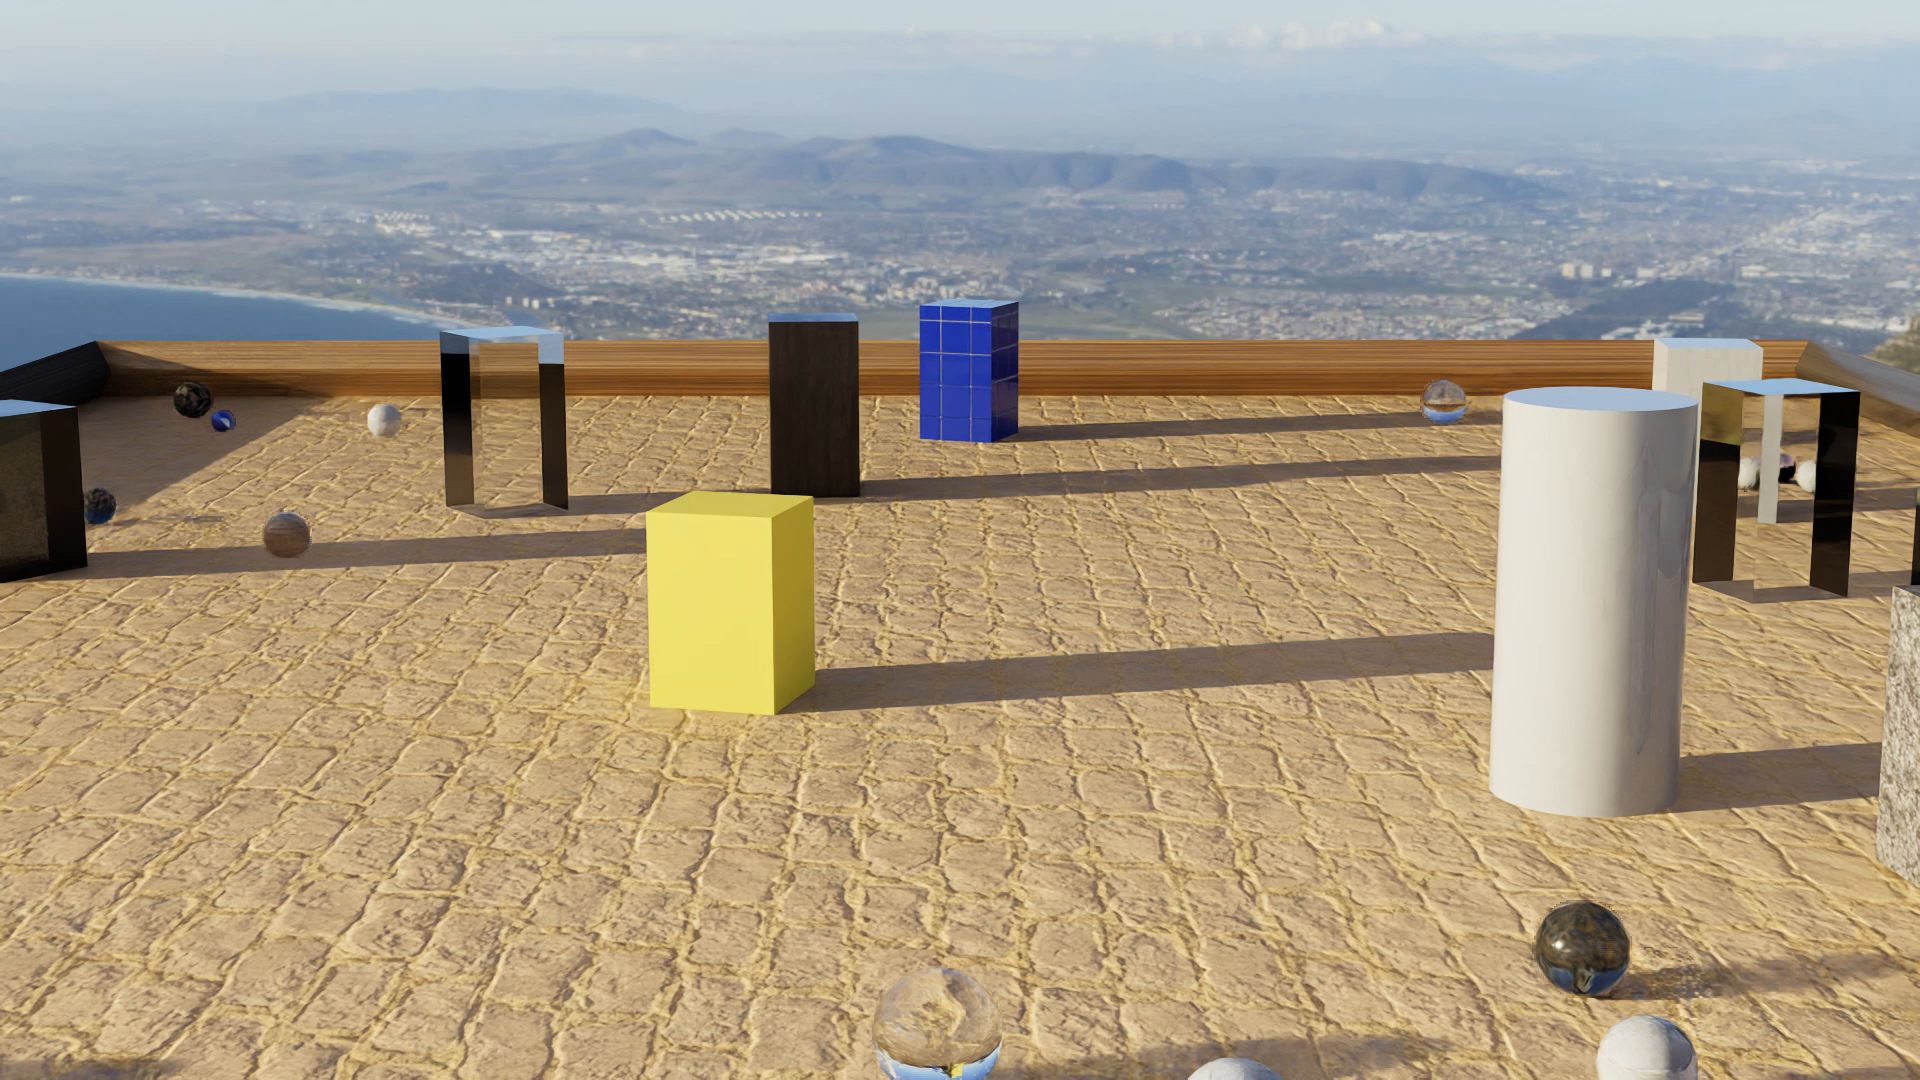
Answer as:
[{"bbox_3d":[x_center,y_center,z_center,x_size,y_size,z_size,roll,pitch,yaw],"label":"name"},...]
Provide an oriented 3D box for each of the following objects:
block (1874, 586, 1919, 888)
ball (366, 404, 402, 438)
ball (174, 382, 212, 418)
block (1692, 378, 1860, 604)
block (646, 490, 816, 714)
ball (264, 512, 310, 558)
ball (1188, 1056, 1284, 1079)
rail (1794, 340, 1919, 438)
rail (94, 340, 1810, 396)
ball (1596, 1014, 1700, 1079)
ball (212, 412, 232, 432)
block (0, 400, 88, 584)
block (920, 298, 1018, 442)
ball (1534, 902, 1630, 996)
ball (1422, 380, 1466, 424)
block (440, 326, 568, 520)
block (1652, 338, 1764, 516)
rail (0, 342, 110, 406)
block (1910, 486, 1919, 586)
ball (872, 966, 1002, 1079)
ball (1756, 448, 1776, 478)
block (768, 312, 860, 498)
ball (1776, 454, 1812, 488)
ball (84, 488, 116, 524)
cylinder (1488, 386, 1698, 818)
[{"bbox_3d":[0.928,0.180,2.286,0.149,0.258,0.149,-1,11,-6],"label":"block"},{"bbox_3d":[-1.123,-0.232,5.008,0.067,0.067,0.067,0,11,0],"label":"ball"},{"bbox_3d":[-1.583,-0.290,5.294,0.076,0.076,0.076,0,11,0],"label":"ball"},{"bbox_3d":[1.127,-0.071,3.550,0.149,0.286,0.149,-3,11,-16],"label":"block"},{"bbox_3d":[-0.262,0.070,2.963,0.149,0.226,0.149,3,11,15],"label":"block"},{"bbox_3d":[-0.998,-0.007,3.802,0.068,0.068,0.068,0,11,0],"label":"ball"},{"bbox_3d":[0.181,0.381,1.682,0.083,0.083,0.083,0,11,0],"label":"ball"},{"bbox_3d":[1.859,0.029,3.460,0.045,0.121,4.462,0,11,0],"label":"rail"},{"bbox_3d":[-0.013,-0.374,5.619,3.766,0.121,0.045,0,11,0],"label":"rail"},{"bbox_3d":[0.481,0.367,1.795,0.070,0.070,0.070,0,11,0],"label":"ball"},{"bbox_3d":[-1.466,-0.235,5.096,0.041,0.041,0.041,0,11,0],"label":"ball"},{"bbox_3d":[-1.376,-0.073,3.700,0.149,0.235,0.149,7,13,32],"label":"block"},{"bbox_3d":[0.019,-0.333,5.024,0.149,0.261,0.149,4,11,21],"label":"block"},{"bbox_3d":[0.491,0.322,2.024,0.074,0.074,0.074,0,11,0],"label":"ball"},{"bbox_3d":[0.980,-0.278,5.196,0.089,0.089,0.089,0,11,0],"label":"ball"},{"bbox_3d":[-0.747,-0.195,4.203,0.149,0.292,0.149,-7,13,-35],"label":"block"},{"bbox_3d":[1.219,-0.187,4.205,0.149,0.273,0.149,1,11,7],"label":"block"},{"bbox_3d":[-1.859,0.033,3.439,0.045,0.121,4.462,0,11,0],"label":"rail"},{"bbox_3d":[1.246,0.052,3.059,0.149,0.225,0.149,-5,12,-26],"label":"block"},{"bbox_3d":[-0.016,0.350,1.823,0.093,0.093,0.093,0,11,0],"label":"ball"},{"bbox_3d":[1.417,-0.137,4.542,0.052,0.052,0.052,0,11,0],"label":"ball"},{"bbox_3d":[-0.250,-0.232,4.378,0.149,0.298,0.149,-1,11,-5],"label":"block"},{"bbox_3d":[1.437,-0.118,4.425,0.058,0.058,0.058,0,11,0],"label":"ball"},{"bbox_3d":[-1.372,-0.054,4.083,0.057,0.057,0.057,0,11,0],"label":"ball"},{"bbox_3d":[0.629,0.057,2.556,0.186,0.400,0.186,0,11,0],"label":"cylinder"}]
